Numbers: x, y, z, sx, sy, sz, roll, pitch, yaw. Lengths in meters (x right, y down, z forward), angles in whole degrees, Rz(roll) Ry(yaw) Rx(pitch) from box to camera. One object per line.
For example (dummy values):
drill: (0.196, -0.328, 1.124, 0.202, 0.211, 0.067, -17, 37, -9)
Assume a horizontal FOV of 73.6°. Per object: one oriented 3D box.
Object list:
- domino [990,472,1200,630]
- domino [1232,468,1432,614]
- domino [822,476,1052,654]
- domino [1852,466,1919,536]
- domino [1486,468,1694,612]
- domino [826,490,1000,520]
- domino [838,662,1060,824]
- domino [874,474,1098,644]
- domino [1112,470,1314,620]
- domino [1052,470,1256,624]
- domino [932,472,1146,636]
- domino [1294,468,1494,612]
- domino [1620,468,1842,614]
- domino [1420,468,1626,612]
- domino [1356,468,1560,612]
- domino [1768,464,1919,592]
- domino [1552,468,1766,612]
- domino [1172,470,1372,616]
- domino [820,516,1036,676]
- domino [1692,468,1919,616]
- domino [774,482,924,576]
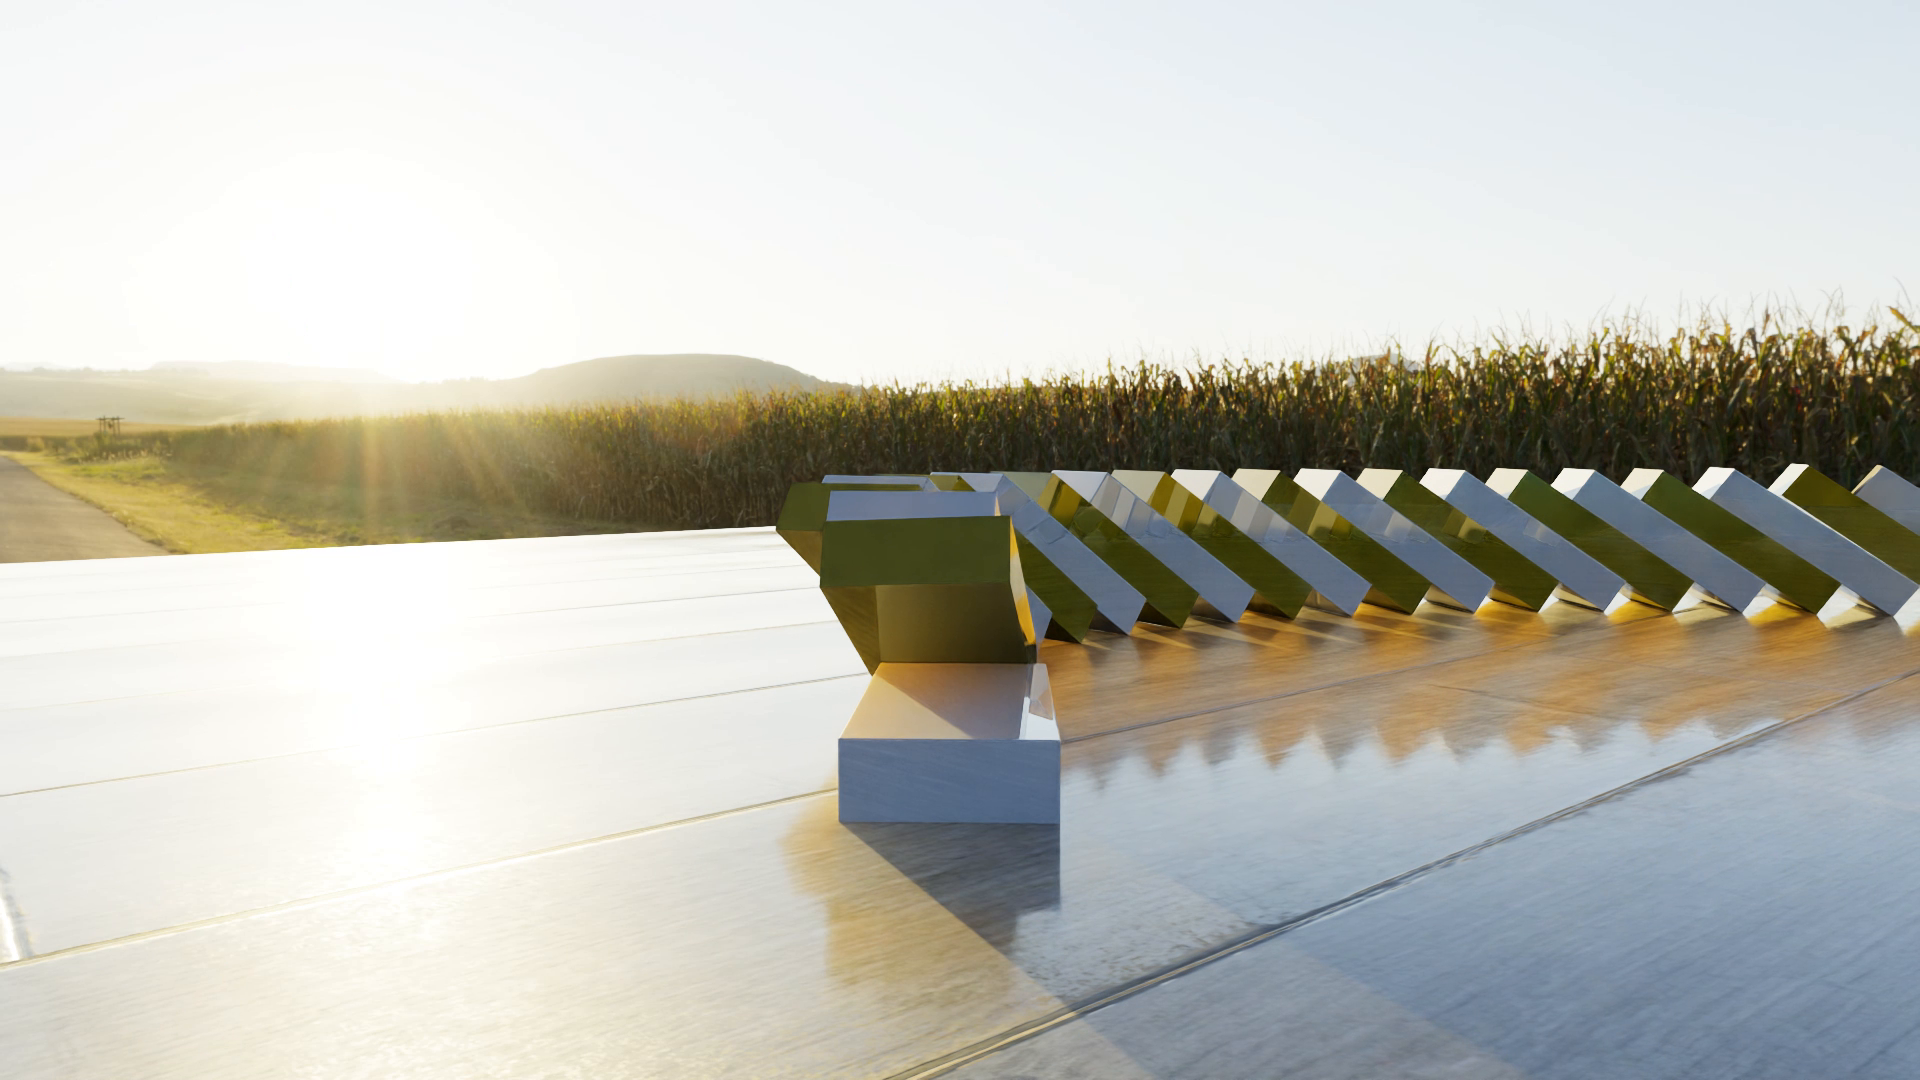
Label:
domino: (0.029, 0.002, 0.294, 0.050, 0.010, 0.025, 37, -15, -27)
domino: (0.093, 0.000, 0.327, 0.050, 0.010, 0.025, 34, -3, -12)
domino: (-0.005, 0.005, 0.252, 0.025, 0.009, 0.050, 3, -30, 37)
domino: (0.251, 0.000, 0.322, 0.050, 0.009, 0.025, 42, 24, 23)
domino: (0.163, -0.001, 0.337, 0.050, 0.009, 0.025, 34, 7, 2)
domino: (-0.005, 0.009, 0.210, 0.025, 0.009, 0.050, 1, -29, 8)
domino: (0.000, 0.025, 0.169, 0.025, 0.009, 0.050, 0, 4, 2)
domino: (0.004, 0.004, 0.268, 0.025, 0.010, 0.050, 4, -29, 46)
domino: (0.059, 0.001, 0.314, 0.050, 0.010, 0.025, 35, -8, -19)
domino: (0.044, 0.002, 0.305, 0.050, 0.010, 0.025, 36, -11, -23)
domino: (0.016, 0.003, 0.282, 0.050, 0.009, 0.025, 39, -19, -32)
domino: (0.110, 0.000, 0.331, 0.050, 0.009, 0.025, 34, 0, -8)
domino: (0.199, 0.000, 0.335, 0.050, 0.009, 0.025, 35, 11, 8)
domino: (0.145, -0.001, 0.336, 0.050, 0.009, 0.025, 34, 4, -2)
domino: (0.127, 0.000, 0.334, 0.050, 0.009, 0.025, 34, 2, -5)
domino: (0.234, -0.001, 0.328, 0.050, 0.010, 0.025, 40, 18, 17)
domino: (0.181, -0.001, 0.336, 0.050, 0.010, 0.025, 35, 9, 5)
domino: (0.076, 0.000, 0.321, 0.050, 0.009, 0.025, 34, -5, -15)
domino: (-0.003, 0.012, 0.190, 0.025, 0.009, 0.050, -2, -25, 7)
domino: (0.217, 0.000, 0.332, 0.050, 0.010, 0.025, 37, 14, 12)
domino: (-0.010, 0.007, 0.233, 0.025, 0.009, 0.050, 2, -29, 27)
